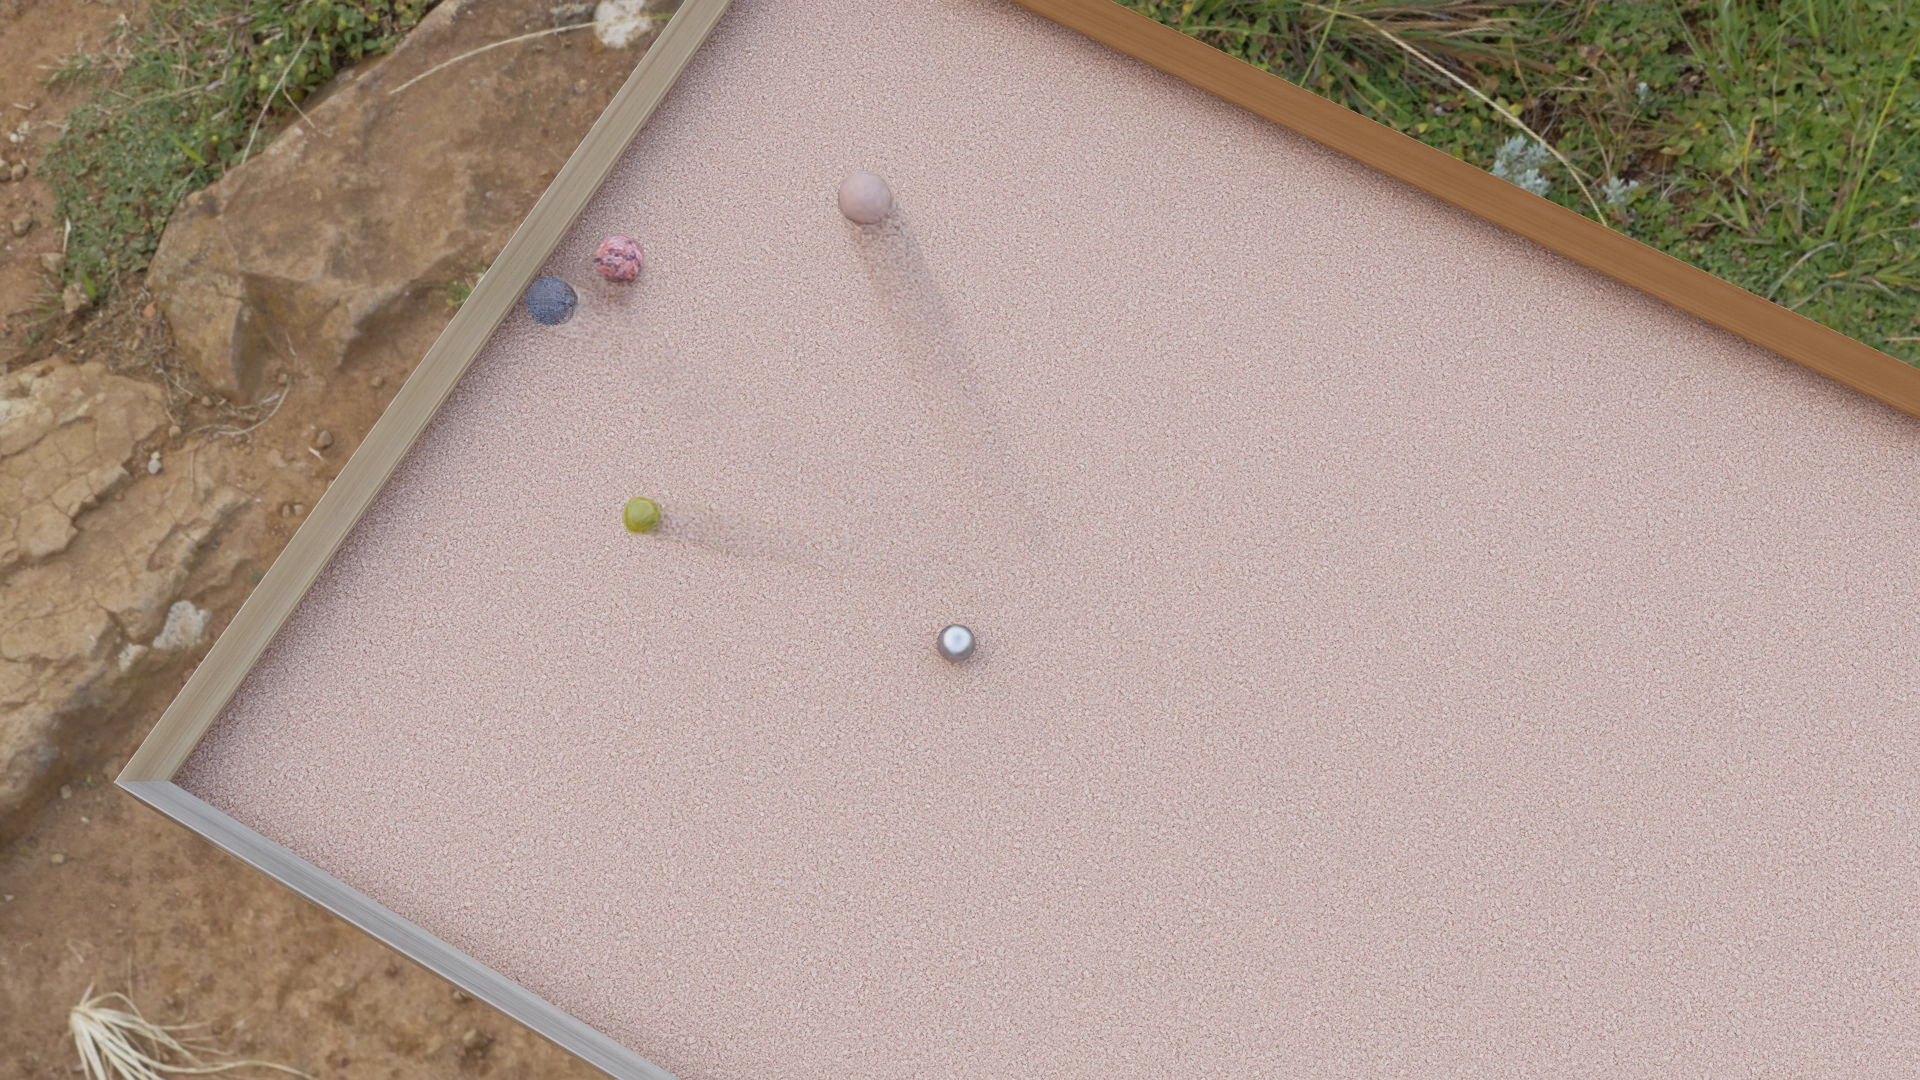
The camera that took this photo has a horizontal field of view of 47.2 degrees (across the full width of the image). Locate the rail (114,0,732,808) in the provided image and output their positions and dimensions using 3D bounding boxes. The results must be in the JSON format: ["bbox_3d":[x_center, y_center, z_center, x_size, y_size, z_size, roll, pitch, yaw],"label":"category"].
[{"bbox_3d":[-0.758,-0.399,3.642,0.045,0.115,1.963,27,70,11],"label":"rail"}]

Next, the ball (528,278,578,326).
[{"bbox_3d":[-0.678,-0.396,3.661,0.080,0.080,0.080,0,67,0],"label":"ball"}]

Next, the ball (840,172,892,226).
[{"bbox_3d":[-0.160,-0.579,3.732,0.089,0.089,0.089,0,67,0],"label":"ball"}]

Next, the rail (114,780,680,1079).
[{"bbox_3d":[0.312,1.165,2.992,3.567,0.115,0.045,27,70,11],"label":"rail"}]

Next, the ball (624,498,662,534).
[{"bbox_3d":[-0.508,-0.039,3.524,0.059,0.059,0.059,0,67,0],"label":"ball"}]

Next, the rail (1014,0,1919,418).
[{"bbox_3d":[1.245,-0.380,3.634,3.567,0.115,0.045,27,70,11],"label":"rail"}]

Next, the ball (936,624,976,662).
[{"bbox_3d":[-0.006,0.162,3.440,0.061,0.061,0.061,0,67,0],"label":"ball"}]

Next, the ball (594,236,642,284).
[{"bbox_3d":[-0.573,-0.471,3.692,0.081,0.081,0.081,0,67,0],"label":"ball"}]
